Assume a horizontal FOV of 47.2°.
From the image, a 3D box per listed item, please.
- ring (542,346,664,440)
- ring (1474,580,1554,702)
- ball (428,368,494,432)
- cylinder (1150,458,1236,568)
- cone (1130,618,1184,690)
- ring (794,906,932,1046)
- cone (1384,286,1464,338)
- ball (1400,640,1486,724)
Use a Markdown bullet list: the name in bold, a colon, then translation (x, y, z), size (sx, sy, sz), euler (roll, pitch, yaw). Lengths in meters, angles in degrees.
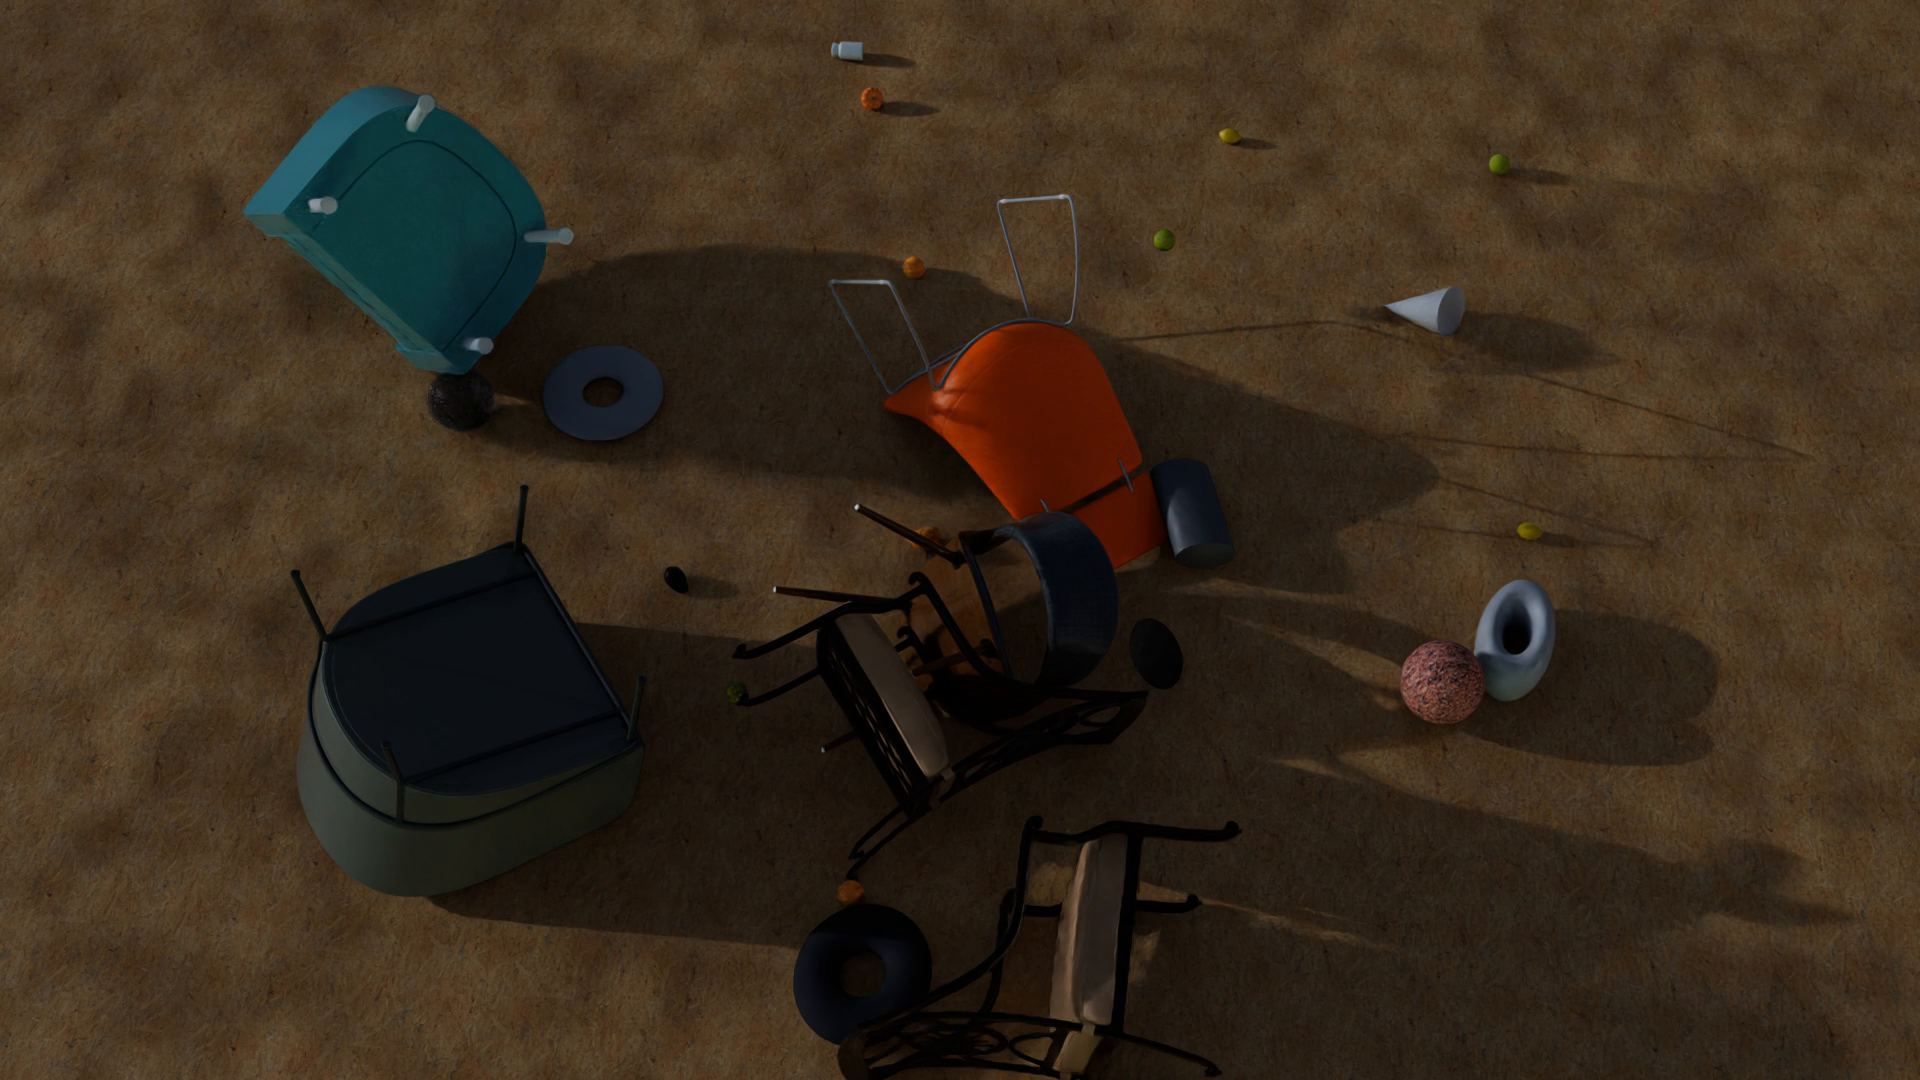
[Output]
- **ring**: translation (-1.112, -0.460, 6.848), size (0.378, 0.059, 0.373), euler (-5, 56, -4)
- **ring**: translation (1.586, 0.285, 6.288), size (0.218, 0.157, 0.387), euler (14, 59, 11)
- **ball**: translation (-1.528, -0.430, 6.744), size (0.197, 0.197, 0.197), euler (0, 56, 0)
- **cylinder**: translation (0.692, -0.080, 6.542), size (0.193, 0.131, 0.309), euler (4, 53, -24)
- **cone**: translation (0.602, 0.335, 6.307), size (0.114, 0.164, 0.258), euler (14, 27, -38)
- **ring**: translation (-0.255, 1.138, 5.762), size (0.358, 0.082, 0.402), euler (19, 58, 12)
- **cone**: translation (1.455, -0.737, 7.017), size (0.234, 0.158, 0.238), euler (9, 22, 32)
- **ball**: translation (1.352, 0.399, 6.164), size (0.236, 0.236, 0.236), euler (0, 56, 0)
